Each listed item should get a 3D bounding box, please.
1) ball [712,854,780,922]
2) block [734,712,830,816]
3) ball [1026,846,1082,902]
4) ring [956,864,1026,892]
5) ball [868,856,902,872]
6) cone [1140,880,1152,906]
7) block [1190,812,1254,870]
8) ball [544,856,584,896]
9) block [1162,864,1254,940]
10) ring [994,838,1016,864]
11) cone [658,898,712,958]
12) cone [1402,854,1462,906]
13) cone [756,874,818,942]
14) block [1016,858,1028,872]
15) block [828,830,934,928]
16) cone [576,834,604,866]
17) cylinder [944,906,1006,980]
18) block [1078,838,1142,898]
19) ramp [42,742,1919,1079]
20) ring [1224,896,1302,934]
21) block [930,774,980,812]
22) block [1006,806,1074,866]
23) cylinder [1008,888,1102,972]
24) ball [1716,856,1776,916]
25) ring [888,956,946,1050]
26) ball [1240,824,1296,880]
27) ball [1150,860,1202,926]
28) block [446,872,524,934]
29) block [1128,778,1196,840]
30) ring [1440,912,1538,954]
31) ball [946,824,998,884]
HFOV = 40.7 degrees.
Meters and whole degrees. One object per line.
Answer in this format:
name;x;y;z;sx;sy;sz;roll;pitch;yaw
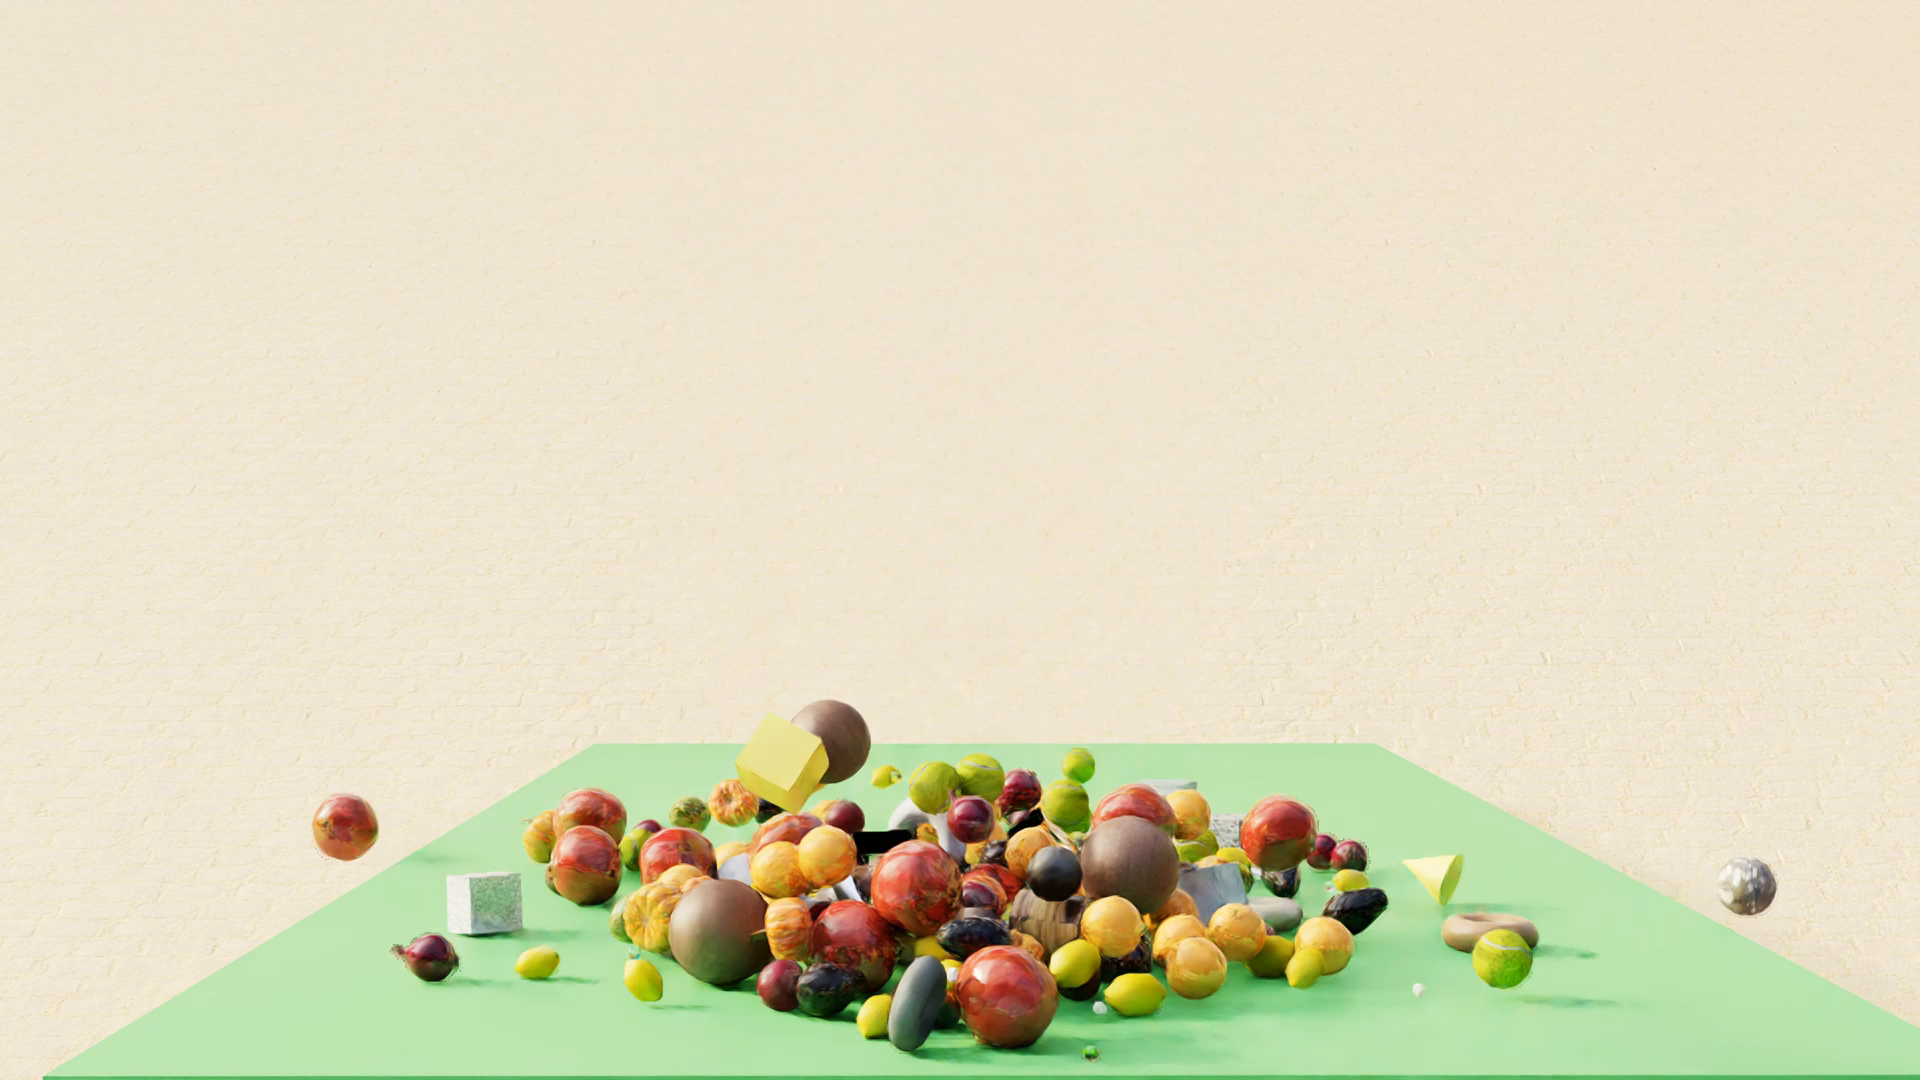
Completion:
ball;-0.302;0.491;3.645;0.096;0.096;0.096;0;29;0
block;-0.227;0.286;3.307;0.081;0.081;0.081;26;67;17
ball;0.117;0.415;3.212;0.070;0.070;0.070;0;29;0
ring;0.047;0.512;3.916;0.109;0.036;0.109;-4;-12;-1
ball;-0.107;0.505;3.857;0.066;0.066;0.066;0;29;0
cone;0.300;0.526;3.798;0.052;0.052;0.052;26;32;2
block;0.429;0.493;4.232;0.083;0.083;0.083;0;0;23
ball;-0.599;0.508;3.909;0.058;0.058;0.058;0;29;0
block;0.333;0.486;3.481;0.080;0.080;0.080;-21;-14;26
ring;0.101;0.514;4.246;0.130;0.043;0.130;0;-1;0
cone;-0.357;0.502;3.369;0.072;0.072;0.072;2;4;0
cone;0.687;0.487;3.811;0.080;0.080;0.080;20;35;29
cone;-0.250;0.481;3.485;0.084;0.084;0.084;-35;14;10
block;0.121;0.503;4.159;0.051;0.051;0.051;-1;72;-16
block;-0.098;0.417;3.179;0.083;0.083;0.083;1;43;-33
cone;-0.612;0.510;4.271;0.051;0.051;0.051;0;0;0
cylinder;0.017;0.471;3.018;0.062;0.062;0.062;7;51;12
block;0.212;0.469;3.696;0.066;0.066;0.066;-8;65;33
ramp;0.065;0.583;4.630;2.000;0.100;4.000;0;0;0
ring;0.413;0.519;3.576;0.122;0.041;0.122;-3;-1;0
block;-0.009;0.428;4.328;0.052;0.052;0.052;-9;-15;-39
block;0.125;0.470;3.999;0.067;0.067;0.067;-40;29;8
cylinder;0.119;0.491;3.254;0.094;0.094;0.094;4;29;20
ball;1.157;0.509;3.805;0.086;0.086;0.086;0;29;0
ring;-0.045;0.492;2.745;0.035;0.104;0.104;17;33;16
ball;0.485;0.492;4.081;0.088;0.088;0.088;0;29;0
ball;0.309;0.493;3.606;0.091;0.091;0.091;0;29;0
block;-0.653;0.498;3.552;0.077;0.077;0.077;0;-4;-35
block;0.364;0.484;4.654;0.096;0.096;0.096;0;0;24
ring;0.698;0.519;3.409;0.127;0.042;0.127;1;1;0
ball;0.010;0.489;4.015;0.095;0.095;0.095;0;29;0
